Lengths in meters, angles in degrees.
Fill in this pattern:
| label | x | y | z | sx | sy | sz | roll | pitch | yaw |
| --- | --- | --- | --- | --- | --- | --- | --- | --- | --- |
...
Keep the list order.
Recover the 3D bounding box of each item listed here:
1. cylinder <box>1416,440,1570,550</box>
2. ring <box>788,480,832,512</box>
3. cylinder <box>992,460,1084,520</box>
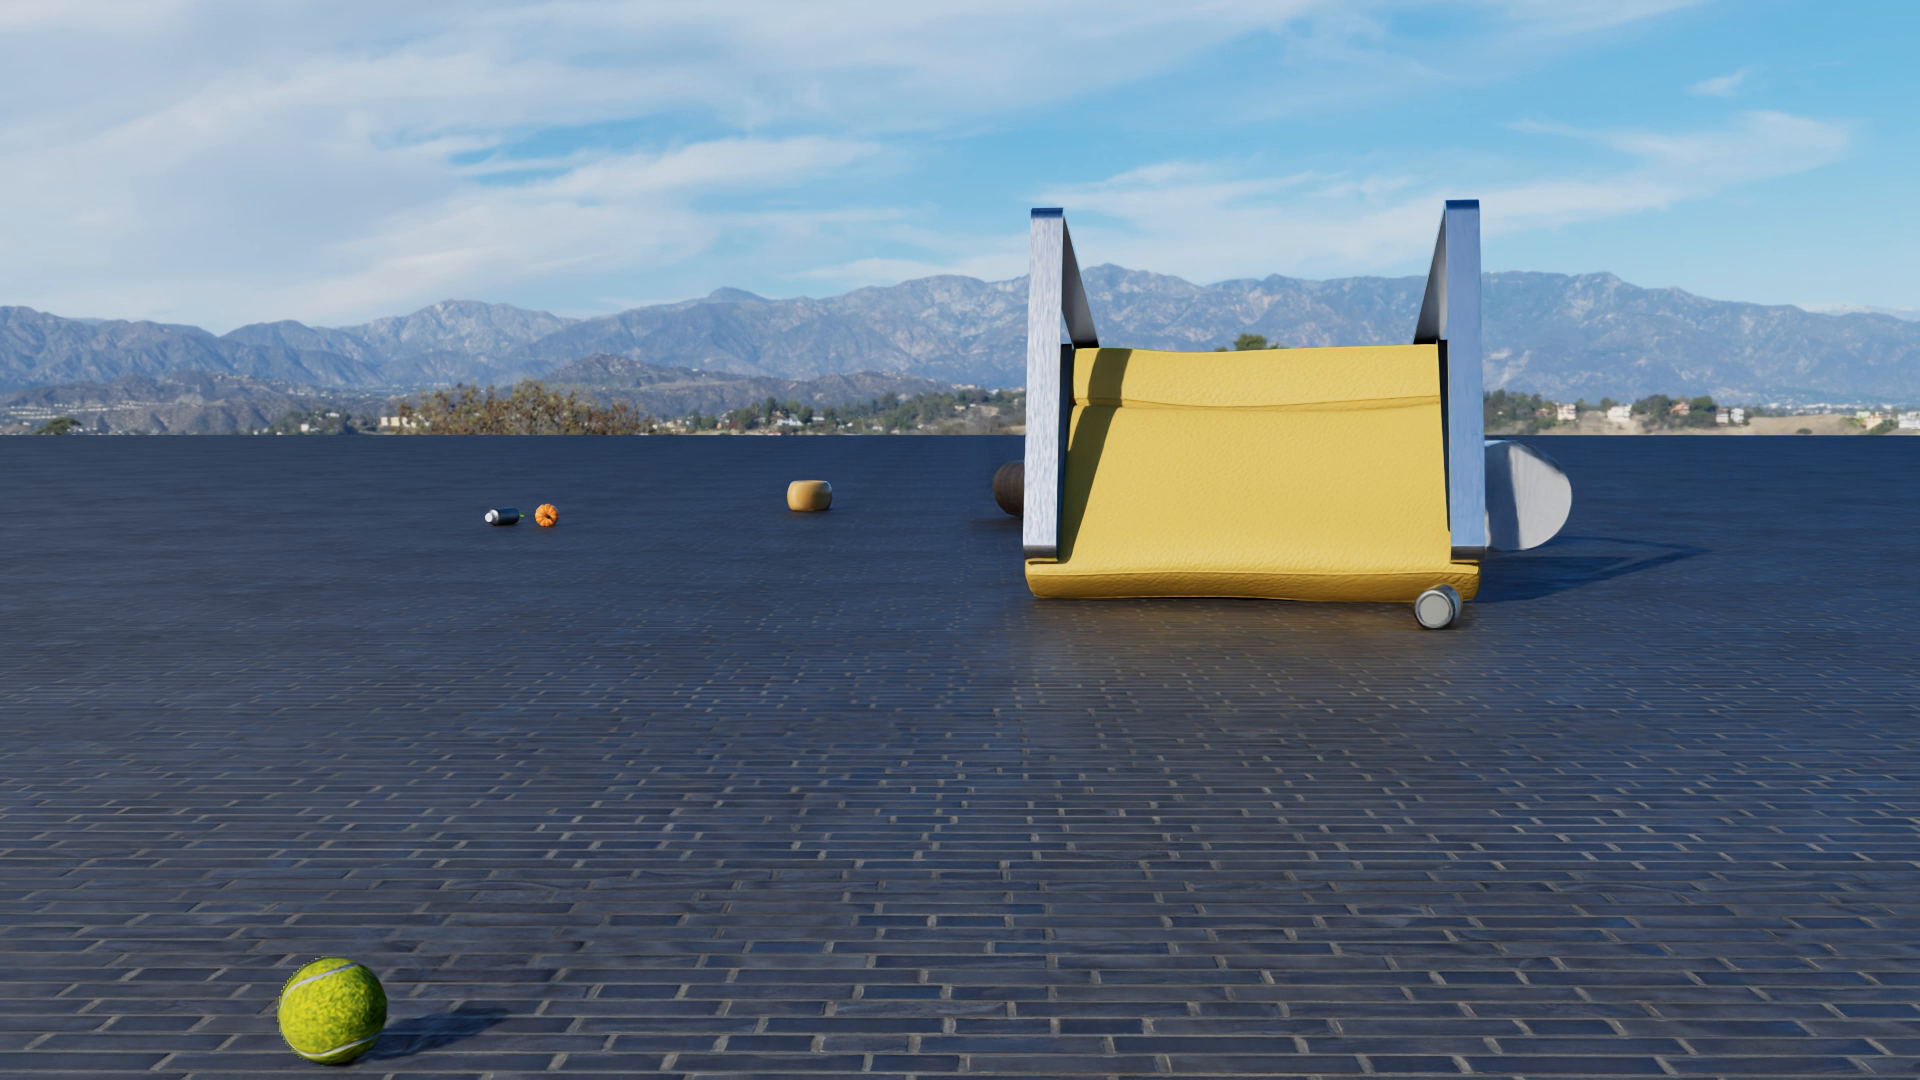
| label | x | y | z | sx | sy | sz | roll | pitch | yaw |
| --- | --- | --- | --- | --- | --- | --- | --- | --- | --- |
| cylinder | 1.510 | -0.130 | 6.236 | 0.346 | 0.301 | 0.292 | 7 | 3 | -8 |
| ring | -0.557 | -0.164 | 8.152 | 0.122 | 0.109 | 0.233 | 5 | 4 | 31 |
| cylinder | 0.272 | -0.175 | 7.639 | 0.219 | 0.192 | 0.244 | 31 | -15 | -33 |
